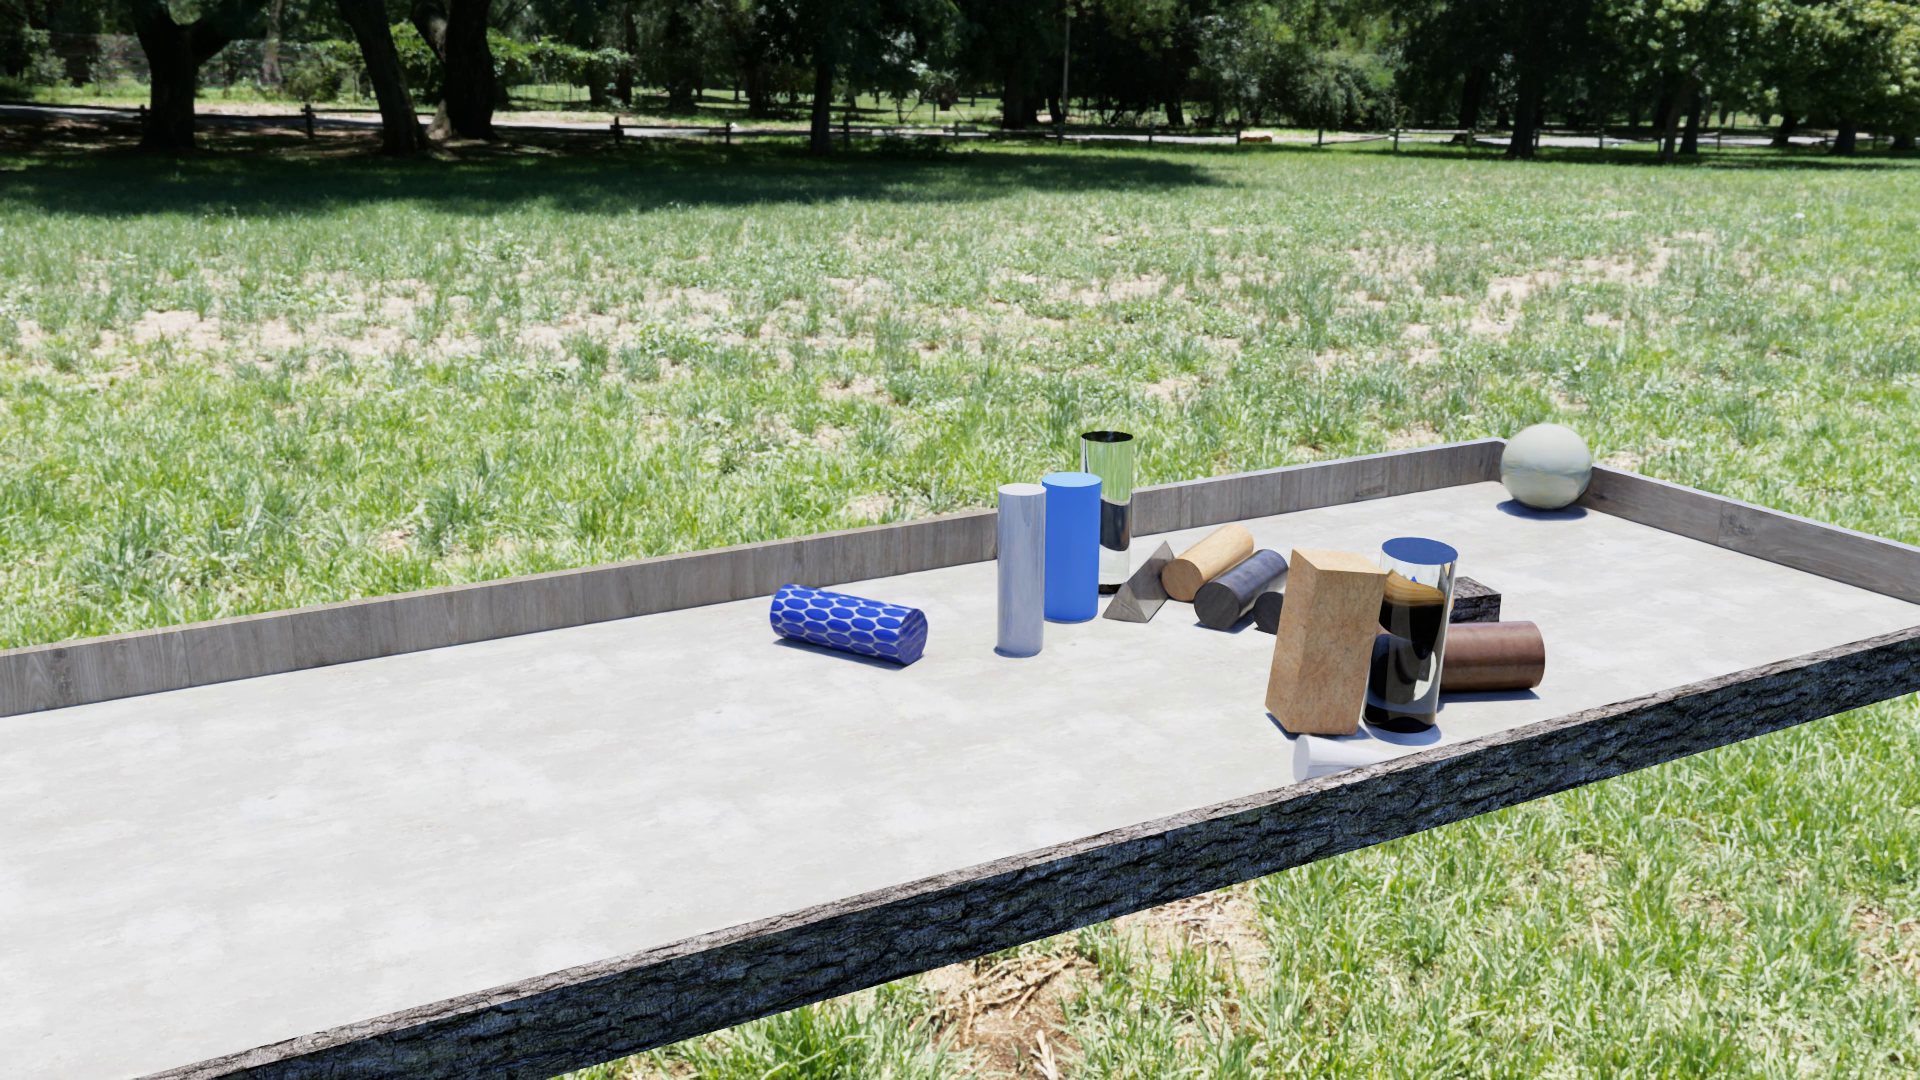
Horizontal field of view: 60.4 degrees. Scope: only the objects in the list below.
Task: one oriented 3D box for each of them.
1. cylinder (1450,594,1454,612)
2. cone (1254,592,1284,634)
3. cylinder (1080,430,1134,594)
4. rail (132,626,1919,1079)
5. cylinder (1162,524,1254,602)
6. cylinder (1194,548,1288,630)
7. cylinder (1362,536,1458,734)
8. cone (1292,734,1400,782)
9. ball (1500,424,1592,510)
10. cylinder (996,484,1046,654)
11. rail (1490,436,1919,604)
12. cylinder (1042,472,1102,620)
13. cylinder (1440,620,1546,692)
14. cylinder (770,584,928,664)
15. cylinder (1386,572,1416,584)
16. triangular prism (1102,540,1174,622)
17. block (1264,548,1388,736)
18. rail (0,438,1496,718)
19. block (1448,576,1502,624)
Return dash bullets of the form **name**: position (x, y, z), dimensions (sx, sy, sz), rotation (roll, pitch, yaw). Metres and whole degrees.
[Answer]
- **cylinder**: position (1.000, 0.200, 4.067), dimensions (0.118, 0.118, 0.444), rotation (-16, -11, -43)
- **cone**: position (0.965, 0.186, 4.619), dimensions (0.117, 0.117, 0.371), rotation (13, 12, 38)
- **cylinder**: position (0.425, -0.080, 4.822), dimensions (0.151, 0.454, 0.151), rotation (0, 16, 0)
- **rail**: position (-2.336, 1.006, 1.665), dimensions (12.000, 0.150, 0.050), rotation (-9, 18, -27)
- **cylinder**: position (0.743, 0.063, 4.914), dimensions (0.128, 0.128, 0.425), rotation (9, 19, 28)
- **cylinder**: position (0.798, 0.136, 4.653), dimensions (0.135, 0.135, 0.373), rotation (10, 19, 30)
- **cylinder**: position (1.041, 0.221, 3.825), dimensions (0.169, 0.424, 0.169), rotation (1, 22, 0)
- **cone**: position (0.943, 0.492, 3.587), dimensions (0.418, 0.106, 0.106), rotation (6, 16, -7)
- **ball**: position (2.018, -0.252, 5.678), dimensions (0.301, 0.301, 0.301), rotation (0, 16, 0)
- **cylinder**: position (0.161, 0.075, 4.333), dimensions (0.126, 0.431, 0.126), rotation (0, 16, 0)
- **rail**: position (2.466, -0.048, 5.253), dimensions (0.050, 0.150, 2.100), rotation (-9, 18, -27)
- **cylinder**: position (0.308, 0.017, 4.613), dimensions (0.165, 0.386, 0.165), rotation (0, 16, 0)
- **cylinder**: position (1.249, 0.289, 4.073), dimensions (0.333, 0.168, 0.168), rotation (-2, 16, -6)
- **cylinder**: position (-0.295, 0.219, 4.353), dimensions (0.406, 0.145, 0.145), rotation (10, 19, 30)
- **cylinder**: position (1.132, 0.177, 4.521), dimensions (0.423, 0.131, 0.131), rotation (-9, 19, -28)
- **triangular prism**: position (0.536, 0.110, 4.770), dimensions (0.129, 0.112, 0.441), rotation (6, 17, 20)
- **block**: position (0.845, 0.235, 3.827), dimensions (0.166, 0.392, 0.166), rotation (4, 15, -11)
- **rail**: position (-3.305, 0.497, 3.399), dimensions (12.000, 0.150, 0.050), rotation (-9, 18, -27)
- **block**: position (1.188, 0.213, 4.345), dimensions (0.428, 0.160, 0.160), rotation (-5, 17, -17)
